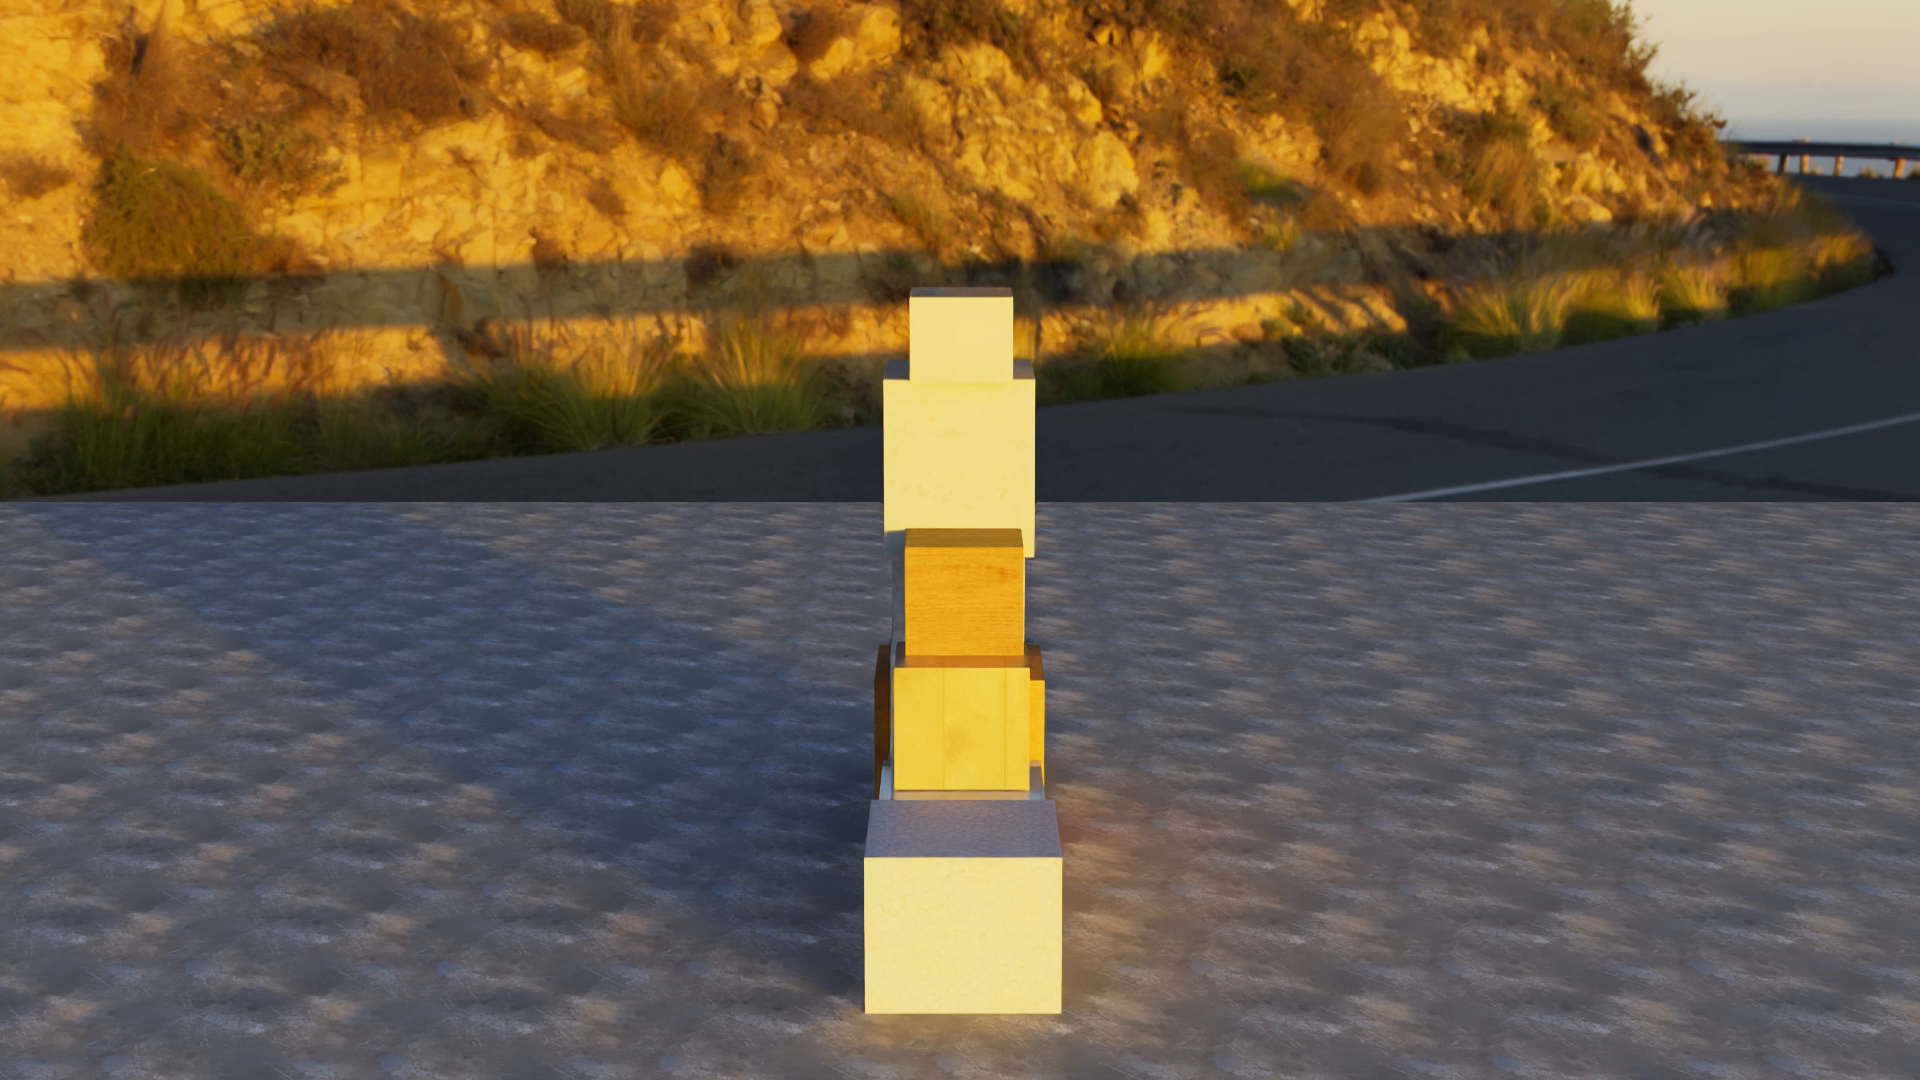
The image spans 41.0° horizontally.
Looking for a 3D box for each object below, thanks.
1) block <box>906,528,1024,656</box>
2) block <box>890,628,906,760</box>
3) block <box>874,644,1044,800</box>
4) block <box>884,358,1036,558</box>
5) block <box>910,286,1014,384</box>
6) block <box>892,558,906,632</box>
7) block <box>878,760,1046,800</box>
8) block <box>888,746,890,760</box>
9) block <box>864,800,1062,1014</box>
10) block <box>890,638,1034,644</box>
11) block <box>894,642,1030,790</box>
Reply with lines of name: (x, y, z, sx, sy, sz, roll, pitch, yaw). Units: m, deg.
block: (0.018, 0.215, 10.862, 0.491, 0.456, 0.450, 0, 10, 0)
block: (-0.015, 0.671, 11.257, 0.565, 0.462, 0.520, 0, 10, 0)
block: (-0.003, 0.963, 12.034, 0.770, 0.800, 0.739, 0, 10, 0)
block: (-0.003, -0.372, 11.339, 0.646, 0.772, 0.693, 0, 11, 0)
block: (0.006, -0.882, 11.001, 0.434, 0.362, 0.432, 0, 11, 0)
block: (-0.008, 0.275, 11.757, 0.591, 0.652, 0.586, 0, 10, 0)
block: (0.008, 1.298, 10.751, 0.676, 0.600, 0.644, 0, 10, 0)
block: (-0.014, 1.186, 11.378, 0.595, 0.595, 0.611, 0, 10, 0)
block: (0.012, 1.421, 10.040, 0.741, 0.612, 0.778, 0, 10, 0)
block: (0.006, 0.895, 12.772, 0.730, 0.669, 0.717, 0, 10, 0)
block: (0.008, 0.732, 10.741, 0.553, 0.517, 0.496, 0, 10, 0)
